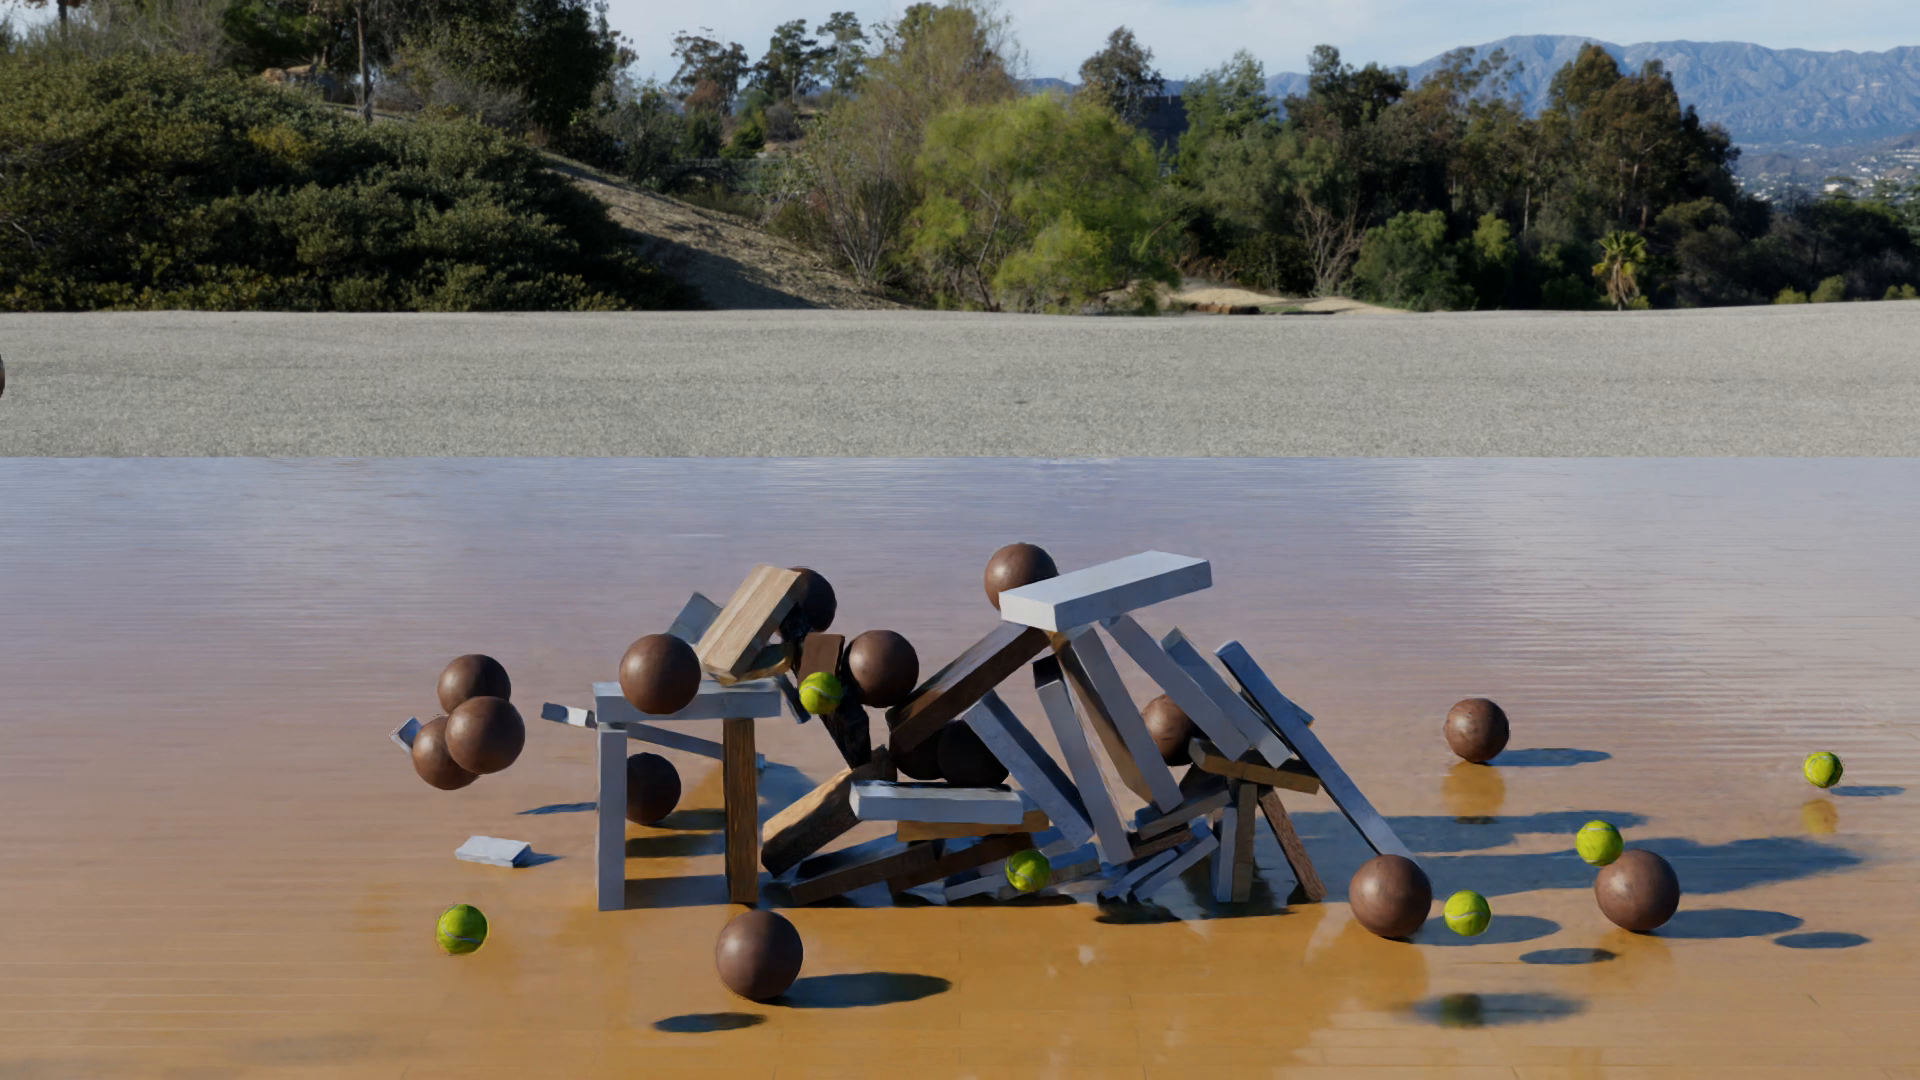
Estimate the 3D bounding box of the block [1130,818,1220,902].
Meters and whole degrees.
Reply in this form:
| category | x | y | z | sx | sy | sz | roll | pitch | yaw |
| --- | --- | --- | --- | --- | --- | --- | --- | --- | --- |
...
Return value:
| category | x | y | z | sx | sy | sz | roll | pitch | yaw |
| --- | --- | --- | --- | --- | --- | --- | --- | --- | --- |
| block | 0.353 | 0.533 | 3.659 | 0.163 | 0.023 | 0.081 | -37 | 11 | 3 |

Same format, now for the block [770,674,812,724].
| category | x | y | z | sx | sy | sz | roll | pitch | yaw |
| --- | --- | --- | --- | --- | --- | --- | --- | --- | --- |
| block | -0.295 | 0.256 | 3.740 | 0.017 | 0.123 | 0.062 | -31 | 1 | -13 |

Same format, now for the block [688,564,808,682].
| category | x | y | z | sx | sy | sz | roll | pitch | yaw |
| --- | --- | --- | --- | --- | --- | --- | --- | --- | --- |
| block | -0.352 | 0.135 | 3.650 | 0.104 | 0.030 | 0.209 | 12 | 57 | 41 |

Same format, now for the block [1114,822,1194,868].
| category | x | y | z | sx | sy | sz | roll | pitch | yaw |
| --- | --- | --- | --- | --- | --- | --- | --- | --- | --- |
| block | 0.314 | 0.500 | 3.652 | 0.139 | 0.020 | 0.069 | -19 | 12 | -1 |

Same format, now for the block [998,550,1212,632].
| category | x | y | z | sx | sy | sz | roll | pitch | yaw |
| --- | --- | --- | --- | --- | --- | --- | --- | --- | --- |
| block | 0.235 | 0.080 | 3.537 | 0.310 | 0.044 | 0.155 | -15 | 14 | -30 |

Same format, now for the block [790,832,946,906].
| category | x | y | z | sx | sy | sz | roll | pitch | yaw |
| --- | --- | --- | --- | --- | --- | --- | --- | --- | --- |
| block | -0.152 | 0.535 | 3.641 | 0.247 | 0.035 | 0.124 | -18 | 9 | 9 |

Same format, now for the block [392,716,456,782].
| category | x | y | z | sx | sy | sz | roll | pitch | yaw |
| --- | --- | --- | --- | --- | --- | --- | --- | --- | --- |
| block | -0.992 | 0.387 | 4.070 | 0.016 | 0.115 | 0.058 | -33 | 14 | 34 |

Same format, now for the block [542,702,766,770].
| category | x | y | z | sx | sy | sz | roll | pitch | yaw |
| --- | --- | --- | --- | --- | --- | --- | --- | --- | --- |
| block | -0.574 | 0.376 | 4.185 | 0.104 | 0.030 | 0.550 | 7 | -9 | 32 |

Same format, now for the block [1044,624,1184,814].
| category | x | y | z | sx | sy | sz | roll | pitch | yaw |
| --- | --- | --- | --- | --- | --- | --- | --- | --- | --- |
| block | 0.247 | 0.278 | 3.617 | 0.044 | 0.354 | 0.155 | -33 | 21 | -11 |

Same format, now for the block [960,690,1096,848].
| category | x | y | z | sx | sy | sz | roll | pitch | yaw |
| --- | --- | --- | --- | --- | --- | --- | --- | --- | --- |
| block | 0.109 | 0.359 | 3.581 | 0.041 | 0.292 | 0.146 | -39 | 11 | 8 |

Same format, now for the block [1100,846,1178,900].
| category | x | y | z | sx | sy | sz | roll | pitch | yaw |
| --- | --- | --- | --- | --- | --- | --- | --- | --- | --- |
| block | 0.295 | 0.543 | 3.664 | 0.139 | 0.020 | 0.069 | -33 | 11 | 4 |

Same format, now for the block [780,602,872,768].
| category | x | y | z | sx | sy | sz | roll | pitch | yaw |
| --- | --- | --- | --- | --- | --- | --- | --- | --- | --- |
| block | -0.225 | 0.241 | 3.645 | 0.037 | 0.131 | 0.261 | -23 | 56 | -17 |

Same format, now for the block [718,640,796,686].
| category | x | y | z | sx | sy | sz | roll | pitch | yaw |
| --- | --- | --- | --- | --- | --- | --- | --- | --- | --- |
| block | -0.337 | 0.205 | 3.638 | 0.123 | 0.017 | 0.062 | -13 | 33 | 20 |

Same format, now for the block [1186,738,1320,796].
| category | x | y | z | sx | sy | sz | roll | pitch | yaw |
| --- | --- | --- | --- | --- | --- | --- | --- | --- | --- |
| block | 0.487 | 0.375 | 3.649 | 0.202 | 0.029 | 0.101 | 13 | 9 | -11 |

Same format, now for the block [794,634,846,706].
| category | x | y | z | sx | sy | sz | roll | pitch | yaw |
| --- | --- | --- | --- | --- | --- | --- | --- | --- | --- |
| block | -0.228 | 0.210 | 3.570 | 0.062 | 0.123 | 0.017 | 0 | -30 | 16 |

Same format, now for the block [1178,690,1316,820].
| category | x | y | z | sx | sy | sz | roll | pitch | yaw |
| --- | --- | --- | --- | --- | --- | --- | --- | --- | --- |
| block | 0.510 | 0.388 | 3.952 | 0.131 | 0.263 | 0.037 | 37 | 22 | 17 |

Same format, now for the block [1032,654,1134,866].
| category | x | y | z | sx | sy | sz | roll | pitch | yaw |
| --- | --- | --- | --- | --- | --- | --- | --- | --- | --- |
| block | 0.202 | 0.360 | 3.606 | 0.041 | 0.328 | 0.146 | -22 | 14 | 5 |

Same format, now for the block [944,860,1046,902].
| category | x | y | z | sx | sy | sz | roll | pitch | yaw |
| --- | --- | --- | --- | --- | --- | --- | --- | --- | --- |
| block | 0.059 | 0.554 | 3.663 | 0.170 | 0.024 | 0.085 | -17 | 10 | 4 |

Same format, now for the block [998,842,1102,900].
| category | x | y | z | sx | sy | sz | roll | pitch | yaw |
| --- | --- | --- | --- | --- | --- | --- | --- | --- | --- |
| block | 0.148 | 0.551 | 3.665 | 0.170 | 0.024 | 0.085 | -17 | 10 | 3 |

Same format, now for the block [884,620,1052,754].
| category | x | y | z | sx | sy | sz | roll | pitch | yaw |
| --- | --- | --- | --- | --- | --- | --- | --- | --- | --- |
| block | 0.010 | 0.225 | 3.557 | 0.292 | 0.041 | 0.146 | -37 | 10 | 0 |

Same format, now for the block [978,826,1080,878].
| category | x | y | z | sx | sy | sz | roll | pitch | yaw |
| --- | --- | --- | --- | --- | --- | --- | --- | --- | --- |
| block | 0.114 | 0.511 | 3.651 | 0.170 | 0.024 | 0.085 | -17 | 10 | 7 |

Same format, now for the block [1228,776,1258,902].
| category | x | y | z | sx | sy | sz | roll | pitch | yaw |
| --- | --- | --- | --- | --- | --- | --- | --- | --- | --- |
| block | 0.463 | 0.489 | 3.654 | 0.029 | 0.202 | 0.101 | 2 | 10 | -5 |

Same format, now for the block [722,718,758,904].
| category | x | y | z | sx | sy | sz | roll | pitch | yaw |
| --- | --- | --- | --- | --- | --- | --- | --- | --- | --- |
| block | -0.365 | 0.436 | 3.646 | 0.042 | 0.299 | 0.149 | -2 | 5 | -10 |

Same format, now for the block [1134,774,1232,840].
| category | x | y | z | sx | sy | sz | roll | pitch | yaw |
| --- | --- | --- | --- | --- | --- | --- | --- | --- | --- |
| block | 0.370 | 0.442 | 3.647 | 0.163 | 0.023 | 0.081 | -24 | 11 | 7 |

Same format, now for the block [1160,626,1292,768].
| category | x | y | z | sx | sy | sz | roll | pitch | yaw |
| --- | --- | --- | --- | --- | --- | --- | --- | --- | --- |
| block | 0.437 | 0.258 | 3.626 | 0.037 | 0.263 | 0.131 | -43 | 4 | 5 |

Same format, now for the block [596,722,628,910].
| category | x | y | z | sx | sy | sz | roll | pitch | yaw |
| --- | --- | --- | --- | --- | --- | --- | --- | --- | --- |
| block | -0.577 | 0.444 | 3.635 | 0.042 | 0.299 | 0.149 | 1 | 10 | -11 |

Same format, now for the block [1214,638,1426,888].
| category | x | y | z | sx | sy | sz | roll | pitch | yaw |
| --- | --- | --- | --- | --- | --- | --- | --- | --- | --- |
| block | 0.601 | 0.371 | 3.690 | 0.037 | 0.493 | 0.131 | -39 | -1 | 0 |

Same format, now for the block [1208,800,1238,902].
| category | x | y | z | sx | sy | sz | roll | pitch | yaw |
| --- | --- | --- | --- | --- | --- | --- | --- | --- | --- |
| block | 0.437 | 0.510 | 3.651 | 0.023 | 0.163 | 0.081 | 2 | 10 | -5 |

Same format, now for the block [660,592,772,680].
| category | x | y | z | sx | sy | sz | roll | pitch | yaw |
| --- | --- | --- | --- | --- | --- | --- | --- | --- | --- |
| block | -0.408 | 0.192 | 3.853 | 0.209 | 0.104 | 0.030 | 35 | 1 | -5 |

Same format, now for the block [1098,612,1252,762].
| category | x | y | z | sx | sy | sz | roll | pitch | yaw |
| --- | --- | --- | --- | --- | --- | --- | --- | --- | --- |
| block | 0.344 | 0.224 | 3.606 | 0.044 | 0.310 | 0.155 | -44 | 13 | 2 |

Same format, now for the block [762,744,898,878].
| category | x | y | z | sx | sy | sz | roll | pitch | yaw |
| --- | --- | --- | --- | --- | --- | --- | --- | --- | --- |
| block | -0.224 | 0.464 | 3.773 | 0.261 | 0.037 | 0.131 | -34 | 21 | 11 |

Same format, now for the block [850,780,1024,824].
| category | x | y | z | sx | sy | sz | roll | pitch | yaw |
| --- | --- | --- | --- | --- | --- | --- | --- | --- | --- |
| block | -0.039 | 0.418 | 3.509 | 0.261 | 0.037 | 0.131 | 3 | 5 | -9 |

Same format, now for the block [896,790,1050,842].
| category | x | y | z | sx | sy | sz | roll | pitch | yaw |
| --- | --- | --- | --- | --- | --- | --- | --- | --- | --- |
| block | 0.022 | 0.453 | 3.634 | 0.247 | 0.035 | 0.124 | -5 | 10 | 1 |

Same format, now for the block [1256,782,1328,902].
| category | x | y | z | sx | sy | sz | roll | pitch | yaw |
| --- | --- | --- | --- | --- | --- | --- | --- | --- | --- |
| block | 0.544 | 0.495 | 3.653 | 0.029 | 0.202 | 0.101 | -28 | 11 | 1 |

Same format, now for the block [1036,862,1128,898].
| category | x | y | z | sx | sy | sz | roll | pitch | yaw |
| --- | --- | --- | --- | --- | --- | --- | --- | --- | --- |
| block | 0.202 | 0.562 | 3.643 | 0.139 | 0.020 | 0.069 | -12 | 11 | 30 |

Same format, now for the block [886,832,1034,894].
| category | x | y | z | sx | sy | sz | roll | pitch | yaw |
| --- | --- | --- | --- | --- | --- | --- | --- | --- | --- |
| block | -0.001 | 0.516 | 3.664 | 0.248 | 0.035 | 0.124 | -19 | 10 | 4 |

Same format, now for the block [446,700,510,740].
| category | x | y | z | sx | sy | sz | roll | pitch | yaw |
| --- | --- | --- | --- | --- | --- | --- | --- | --- | --- |
| block | -0.854 | 0.319 | 3.899 | 0.058 | 0.016 | 0.115 | 16 | -41 | -42 |

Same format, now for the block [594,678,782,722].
| category | x | y | z | sx | sy | sz | roll | pitch | yaw |
| --- | --- | --- | --- | --- | --- | --- | --- | --- | --- |
| block | -0.453 | 0.265 | 3.643 | 0.299 | 0.042 | 0.149 | -1 | 5 | -11 |

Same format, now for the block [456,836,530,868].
| category | x | y | z | sx | sy | sz | roll | pitch | yaw |
| --- | --- | --- | --- | --- | --- | --- | --- | --- | --- |
| block | -0.815 | 0.543 | 3.839 | 0.115 | 0.016 | 0.058 | 4 | 25 | 22 |
